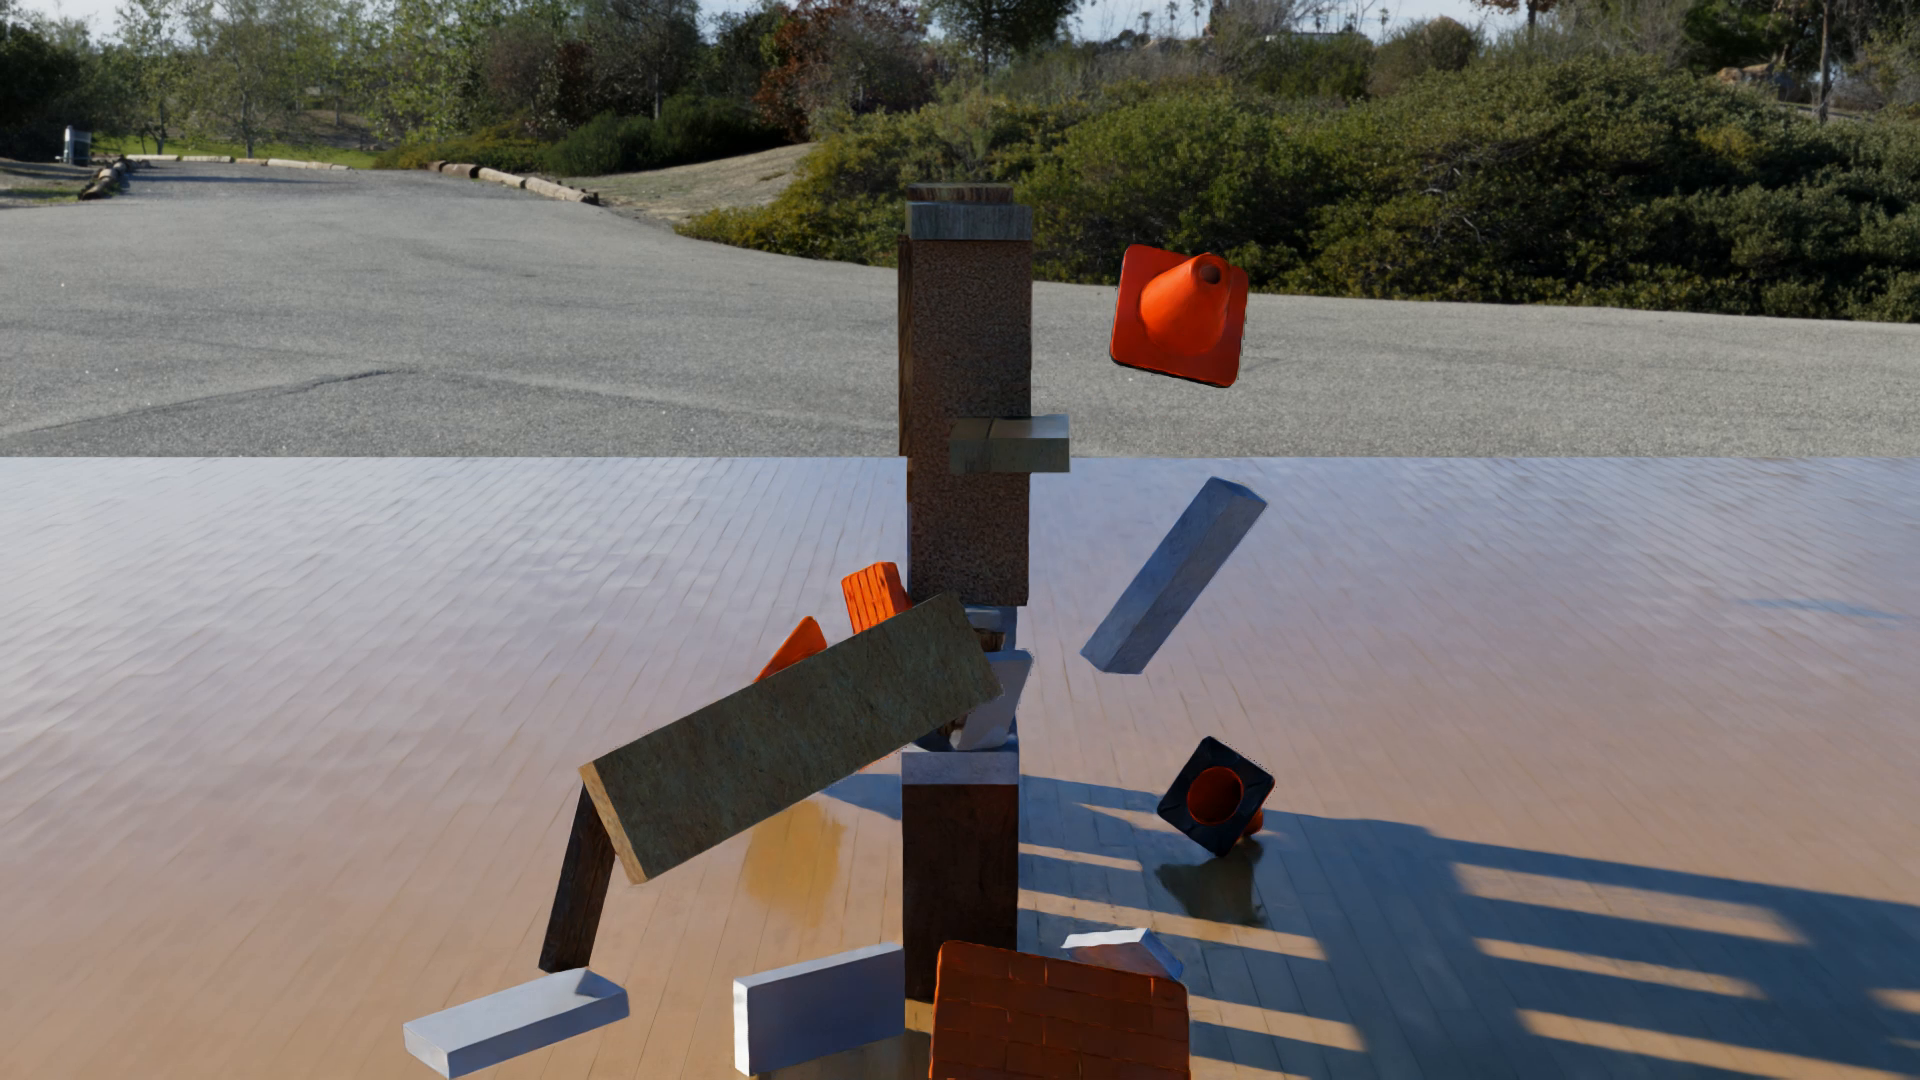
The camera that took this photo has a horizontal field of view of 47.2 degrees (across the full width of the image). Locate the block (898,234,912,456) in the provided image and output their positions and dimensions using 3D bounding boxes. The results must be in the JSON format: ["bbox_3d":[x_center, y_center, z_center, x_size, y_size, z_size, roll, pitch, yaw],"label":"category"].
[{"bbox_3d":[-0.010,-0.300,3.385,0.169,0.338,0.048,0,9,-1],"label":"block"}]

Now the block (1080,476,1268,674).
[{"bbox_3d":[0.305,0.054,3.127,0.044,0.312,0.156,41,12,22],"label":"block"}]

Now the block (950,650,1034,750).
[{"bbox_3d":[0.044,0.226,3.102,0.078,0.157,0.022,-2,35,-30],"label":"block"}]

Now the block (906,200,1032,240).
[{"bbox_3d":[0.009,-0.473,3.243,0.169,0.048,0.338,0,10,-3],"label":"block"}]

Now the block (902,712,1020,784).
[{"bbox_3d":[0.000,0.294,3.293,0.168,0.048,0.336,0,11,0],"label":"block"}]

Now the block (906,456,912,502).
[{"bbox_3d":[0.000,-0.108,3.407,0.163,0.046,0.327,0,10,-1],"label":"block"}]

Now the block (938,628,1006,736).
[{"bbox_3d":[0.016,0.208,3.170,0.080,0.159,0.023,8,12,9],"label":"block"}]

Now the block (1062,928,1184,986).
[{"bbox_3d":[0.211,0.545,2.867,0.157,0.078,0.022,-18,30,51],"label":"block"}]

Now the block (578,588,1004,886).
[{"bbox_3d":[-0.200,0.239,2.792,0.589,0.156,0.044,-25,0,-37],"label":"block"}]

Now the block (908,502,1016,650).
[{"bbox_3d":[0.003,0.095,3.334,0.163,0.328,0.046,0,11,-1],"label":"block"}]

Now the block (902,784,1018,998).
[{"bbox_3d":[0.000,0.503,3.218,0.168,0.336,0.048,0,10,0],"label":"block"}]

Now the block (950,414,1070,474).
[{"bbox_3d":[0.071,-0.133,3.009,0.156,0.044,0.312,0,9,3],"label":"block"}]

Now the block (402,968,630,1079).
[{"bbox_3d":[-0.565,0.614,2.810,0.253,0.036,0.126,-13,14,-37],"label":"block"}]

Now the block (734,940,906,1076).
[{"bbox_3d":[-0.191,0.644,3.032,0.253,0.126,0.036,-7,13,-34],"label":"block"}]

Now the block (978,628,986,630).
[{"bbox_3d":[-0.002,0.193,3.266,0.080,0.159,0.023,0,7,-2],"label":"block"}]

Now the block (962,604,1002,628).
[{"bbox_3d":[0.007,0.107,3.218,0.080,0.023,0.159,0,7,-9],"label":"block"}]

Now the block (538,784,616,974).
[{"bbox_3d":[-0.488,0.438,2.871,0.022,0.251,0.078,17,5,28],"label":"block"}]

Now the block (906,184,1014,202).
[{"bbox_3d":[-0.002,-0.570,3.688,0.171,0.048,0.342,0,10,-1],"label":"block"}]

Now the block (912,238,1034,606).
[{"bbox_3d":[0.017,-0.170,3.193,0.169,0.531,0.048,1,11,5],"label":"block"}]
